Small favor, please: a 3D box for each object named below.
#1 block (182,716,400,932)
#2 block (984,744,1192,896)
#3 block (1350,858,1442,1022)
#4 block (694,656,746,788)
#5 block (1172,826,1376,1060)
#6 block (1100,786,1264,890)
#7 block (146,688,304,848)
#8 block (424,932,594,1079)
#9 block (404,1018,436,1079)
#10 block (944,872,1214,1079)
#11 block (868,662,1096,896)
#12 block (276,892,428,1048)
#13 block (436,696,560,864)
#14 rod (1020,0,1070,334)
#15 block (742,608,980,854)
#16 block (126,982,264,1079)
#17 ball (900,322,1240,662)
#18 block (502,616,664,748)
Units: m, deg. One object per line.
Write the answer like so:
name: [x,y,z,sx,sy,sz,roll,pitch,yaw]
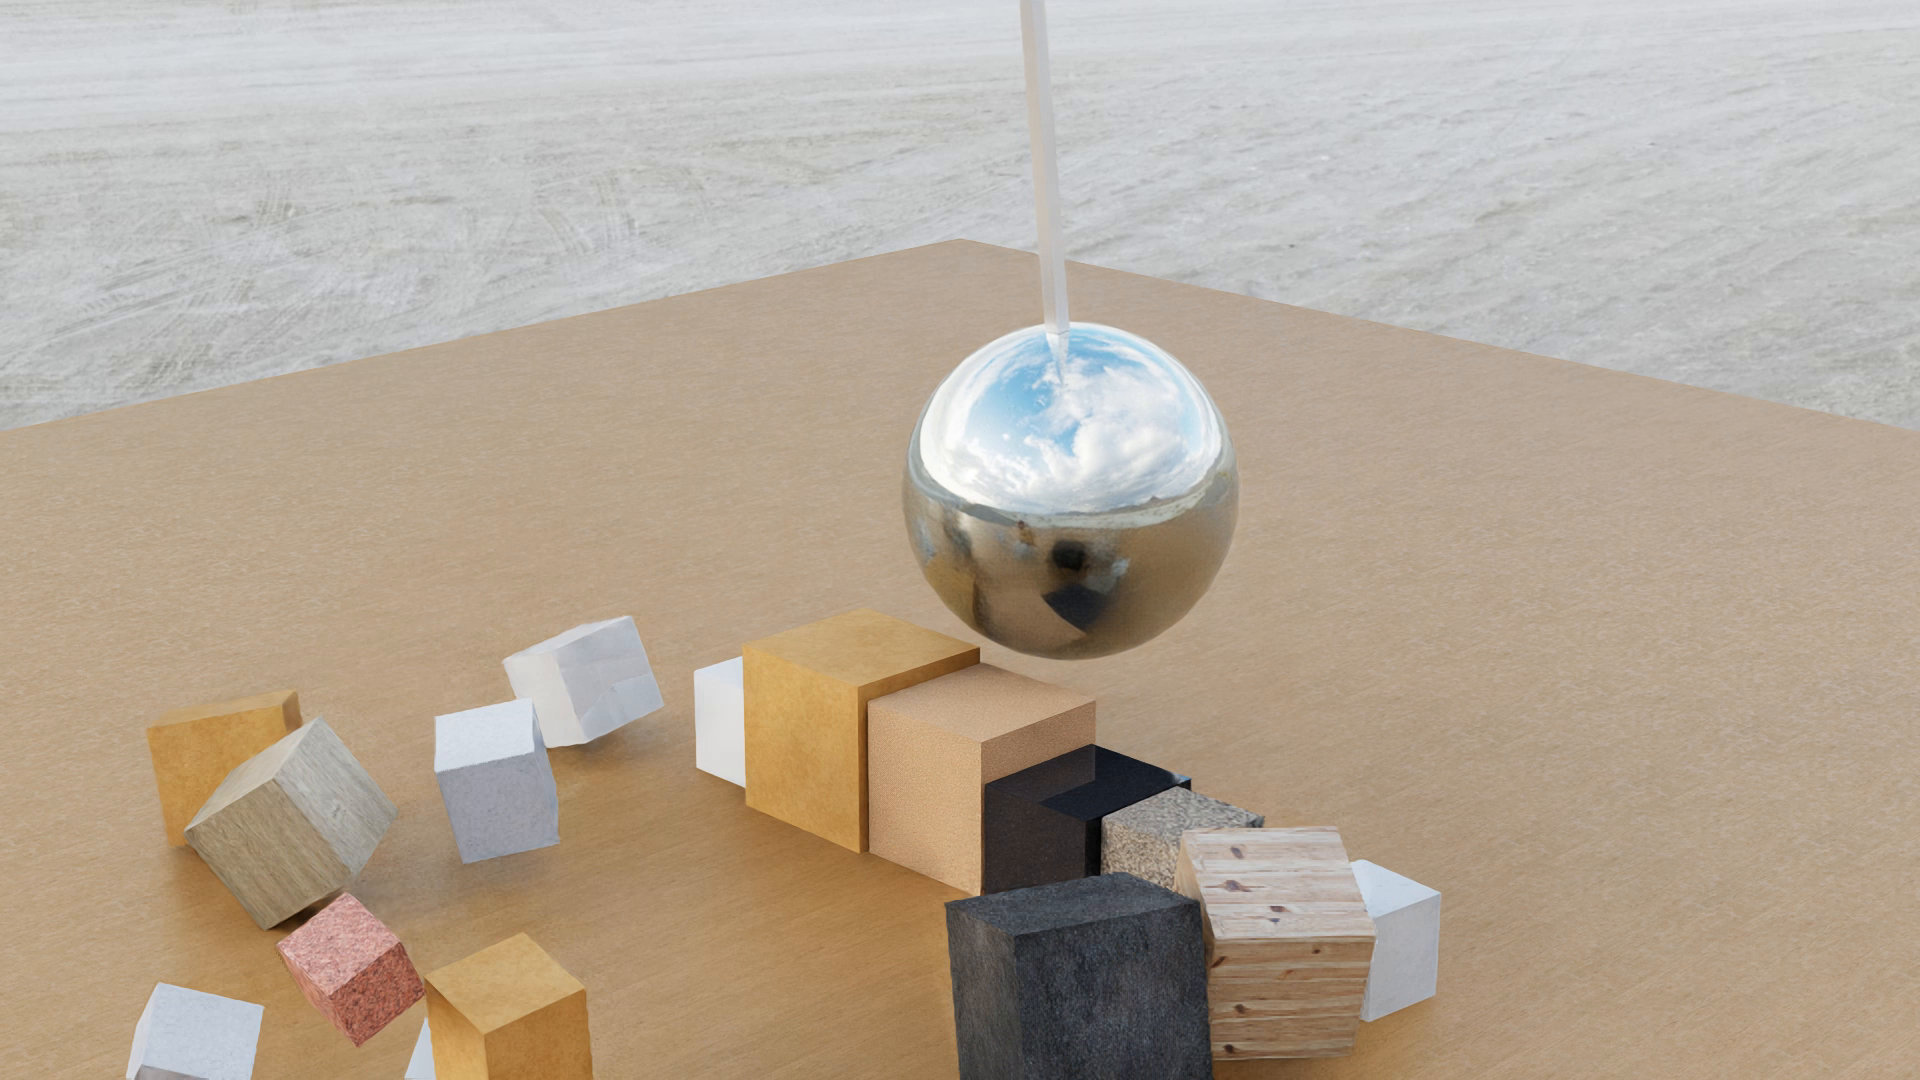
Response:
block: [-2.950,1.250,12.960,0.551,0.570,0.575,-30,16,21]
block: [0.573,1.340,13.159,0.698,0.553,0.606,-17,24,-42]
block: [1.695,1.669,12.256,0.404,0.466,0.447,-14,22,-37]
block: [-0.944,0.899,14.625,0.524,0.516,0.542,-17,24,-42]
block: [1.220,1.600,11.670,0.634,0.632,0.658,0,34,-9]
block: [0.964,1.461,12.777,0.491,0.551,0.503,16,24,42]
block: [-3.400,1.062,13.736,0.617,0.563,0.515,-10,6,-4]
block: [-1.590,1.754,10.358,0.406,0.481,0.416,-22,35,-33]
block: [-1.700,2.102,10.716,0.578,0.473,0.502,1,29,4]
block: [0.456,1.758,11.311,0.771,0.738,0.679,-7,7,-22]
block: [0.101,1.097,13.600,0.730,0.751,0.756,17,24,42]
block: [-2.087,1.474,10.068,0.301,0.298,0.335,-38,48,-23]
block: [-2.119,1.101,13.437,0.447,0.529,0.441,-12,32,-3]
rod: [0.225,-3.360,12.521,0.080,5.200,0.080,17,31,42]
block: [-0.472,0.898,14.107,0.789,0.828,0.818,-16,24,-42]
block: [-2.882,1.939,11.005,0.401,0.351,0.350,17,47,-19]
ball: [0.519,-0.229,13.814,1.600,1.600,1.600,0,17,0]
block: [-1.911,0.725,14.880,0.505,0.492,0.497,-25,9,-38]
